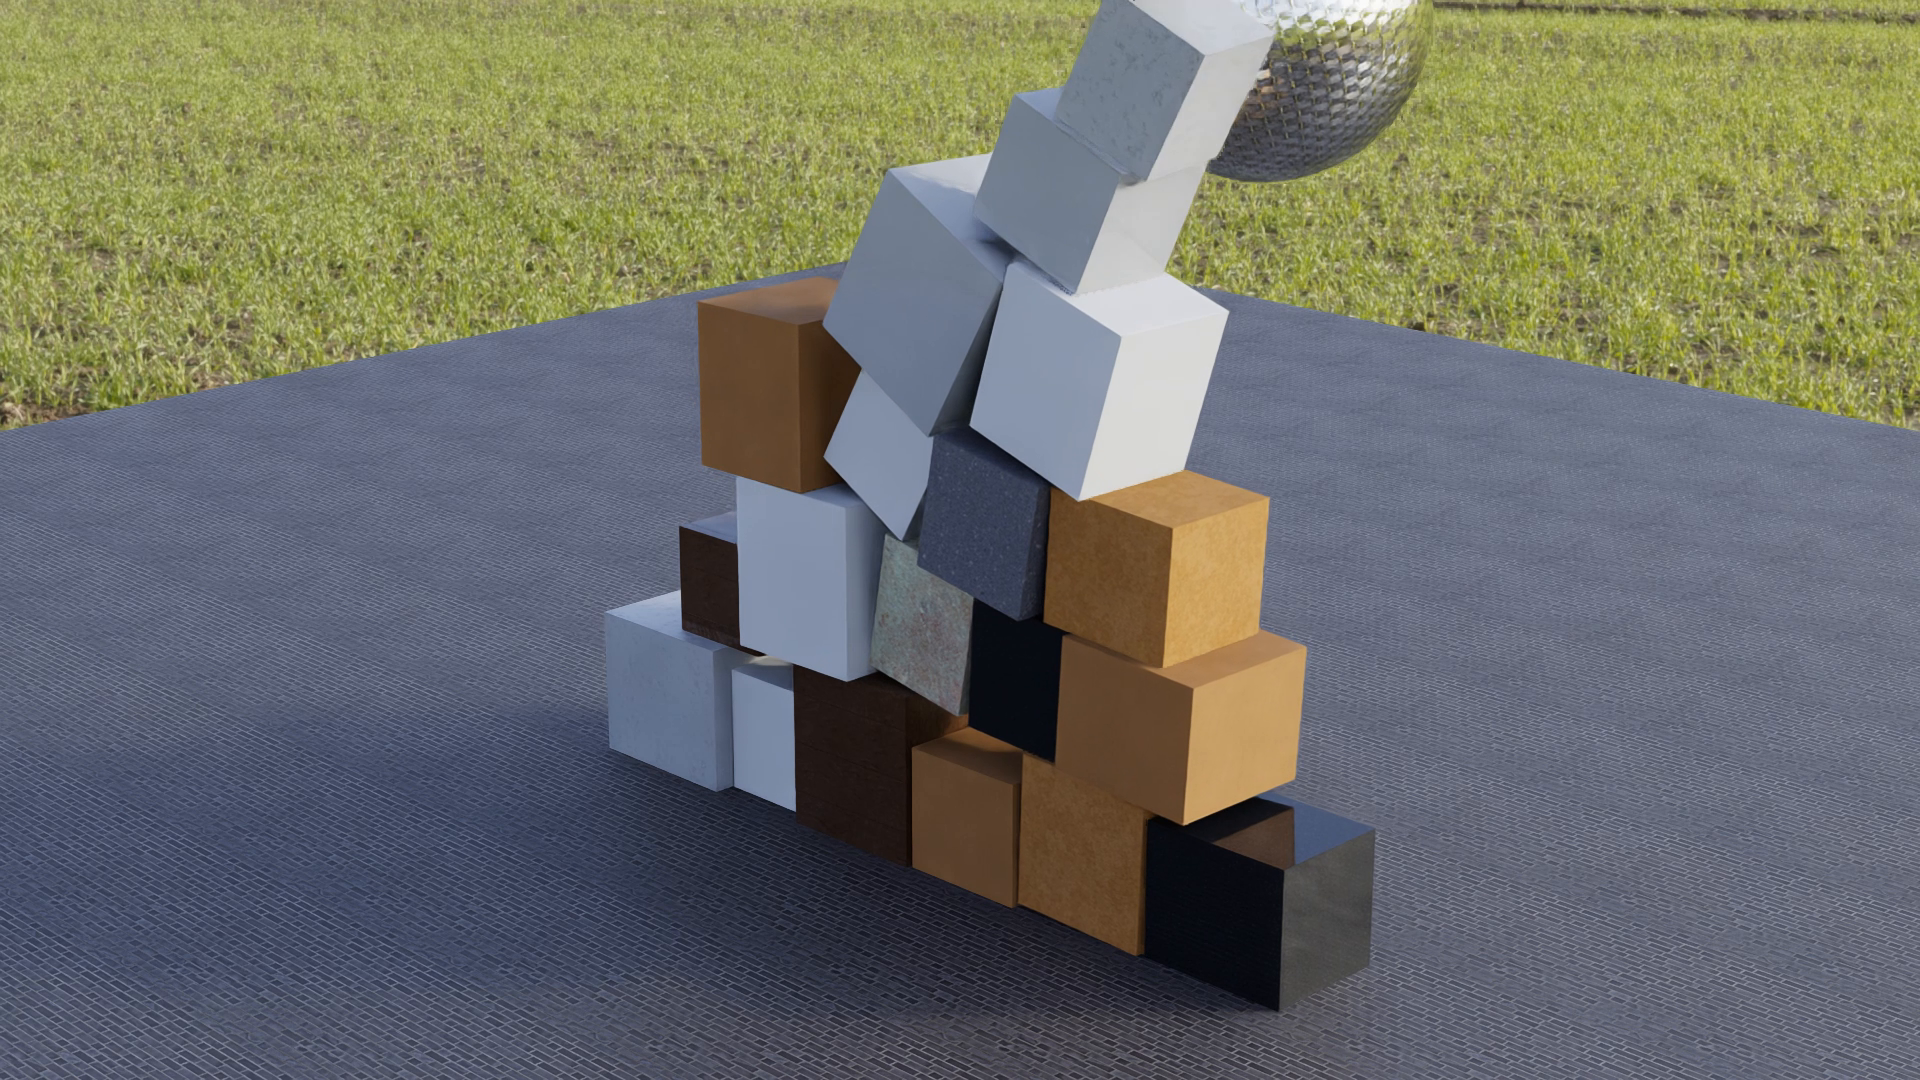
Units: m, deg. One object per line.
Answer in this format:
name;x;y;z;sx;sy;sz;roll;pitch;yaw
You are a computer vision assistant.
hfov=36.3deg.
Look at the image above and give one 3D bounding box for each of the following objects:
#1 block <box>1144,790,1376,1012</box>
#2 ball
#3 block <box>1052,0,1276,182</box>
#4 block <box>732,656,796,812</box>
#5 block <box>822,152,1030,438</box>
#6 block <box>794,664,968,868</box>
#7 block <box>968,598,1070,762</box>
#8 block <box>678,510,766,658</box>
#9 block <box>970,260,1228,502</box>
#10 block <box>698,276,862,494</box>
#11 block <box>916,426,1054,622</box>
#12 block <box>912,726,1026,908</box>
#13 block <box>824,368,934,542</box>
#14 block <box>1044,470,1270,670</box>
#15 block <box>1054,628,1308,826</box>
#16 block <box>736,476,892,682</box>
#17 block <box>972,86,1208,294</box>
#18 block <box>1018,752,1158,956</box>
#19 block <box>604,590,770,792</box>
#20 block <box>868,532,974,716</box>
block;1.274;1.506;12.489;0.740;0.638;0.612;17;24;42
ball;1.467;-2.520;14.087;1.600;1.600;1.600;0;17;0
block;0.828;-1.893;11.904;0.507;0.601;0.544;39;36;20
block;-0.711;0.918;14.396;0.595;0.616;0.544;-17;24;-42
block;0.056;-1.099;12.953;0.792;0.869;0.788;-16;53;-42
block;-0.254;0.955;13.911;0.759;0.836;0.744;17;24;42
block;0.457;0.553;13.019;0.583;0.629;0.574;20;26;41
block;-0.974;0.187;14.408;0.561;0.538;0.572;-17;24;-42
block;0.584;-0.725;12.453;0.663;0.779;0.678;-16;41;-42
block;-0.708;-0.743;13.808;0.695;0.794;0.765;16;24;42
block;0.324;-0.129;12.922;0.726;0.630;0.632;-17;35;-43
block;0.240;1.226;13.456;0.660;0.592;0.639;-17;24;-42
block;-0.134;-0.473;13.335;0.573;0.625;0.592;-16;53;-43
block;0.833;0.088;12.503;0.681;0.621;0.625;21;27;41
block;0.944;0.722;12.588;0.736;0.619;0.740;-16;27;-42
block;-0.506;0.091;13.870;0.735;0.836;0.798;16;24;41
block;0.540;-1.481;12.272;0.558;0.578;0.649;-16;47;-44
block;0.745;1.298;12.970;0.708;0.722;0.643;19;26;41
block;-1.217;0.717;14.842;0.779;0.733;0.839;-17;24;-42
block;0.031;0.322;13.414;0.579;0.667;0.591;-17;34;-43
